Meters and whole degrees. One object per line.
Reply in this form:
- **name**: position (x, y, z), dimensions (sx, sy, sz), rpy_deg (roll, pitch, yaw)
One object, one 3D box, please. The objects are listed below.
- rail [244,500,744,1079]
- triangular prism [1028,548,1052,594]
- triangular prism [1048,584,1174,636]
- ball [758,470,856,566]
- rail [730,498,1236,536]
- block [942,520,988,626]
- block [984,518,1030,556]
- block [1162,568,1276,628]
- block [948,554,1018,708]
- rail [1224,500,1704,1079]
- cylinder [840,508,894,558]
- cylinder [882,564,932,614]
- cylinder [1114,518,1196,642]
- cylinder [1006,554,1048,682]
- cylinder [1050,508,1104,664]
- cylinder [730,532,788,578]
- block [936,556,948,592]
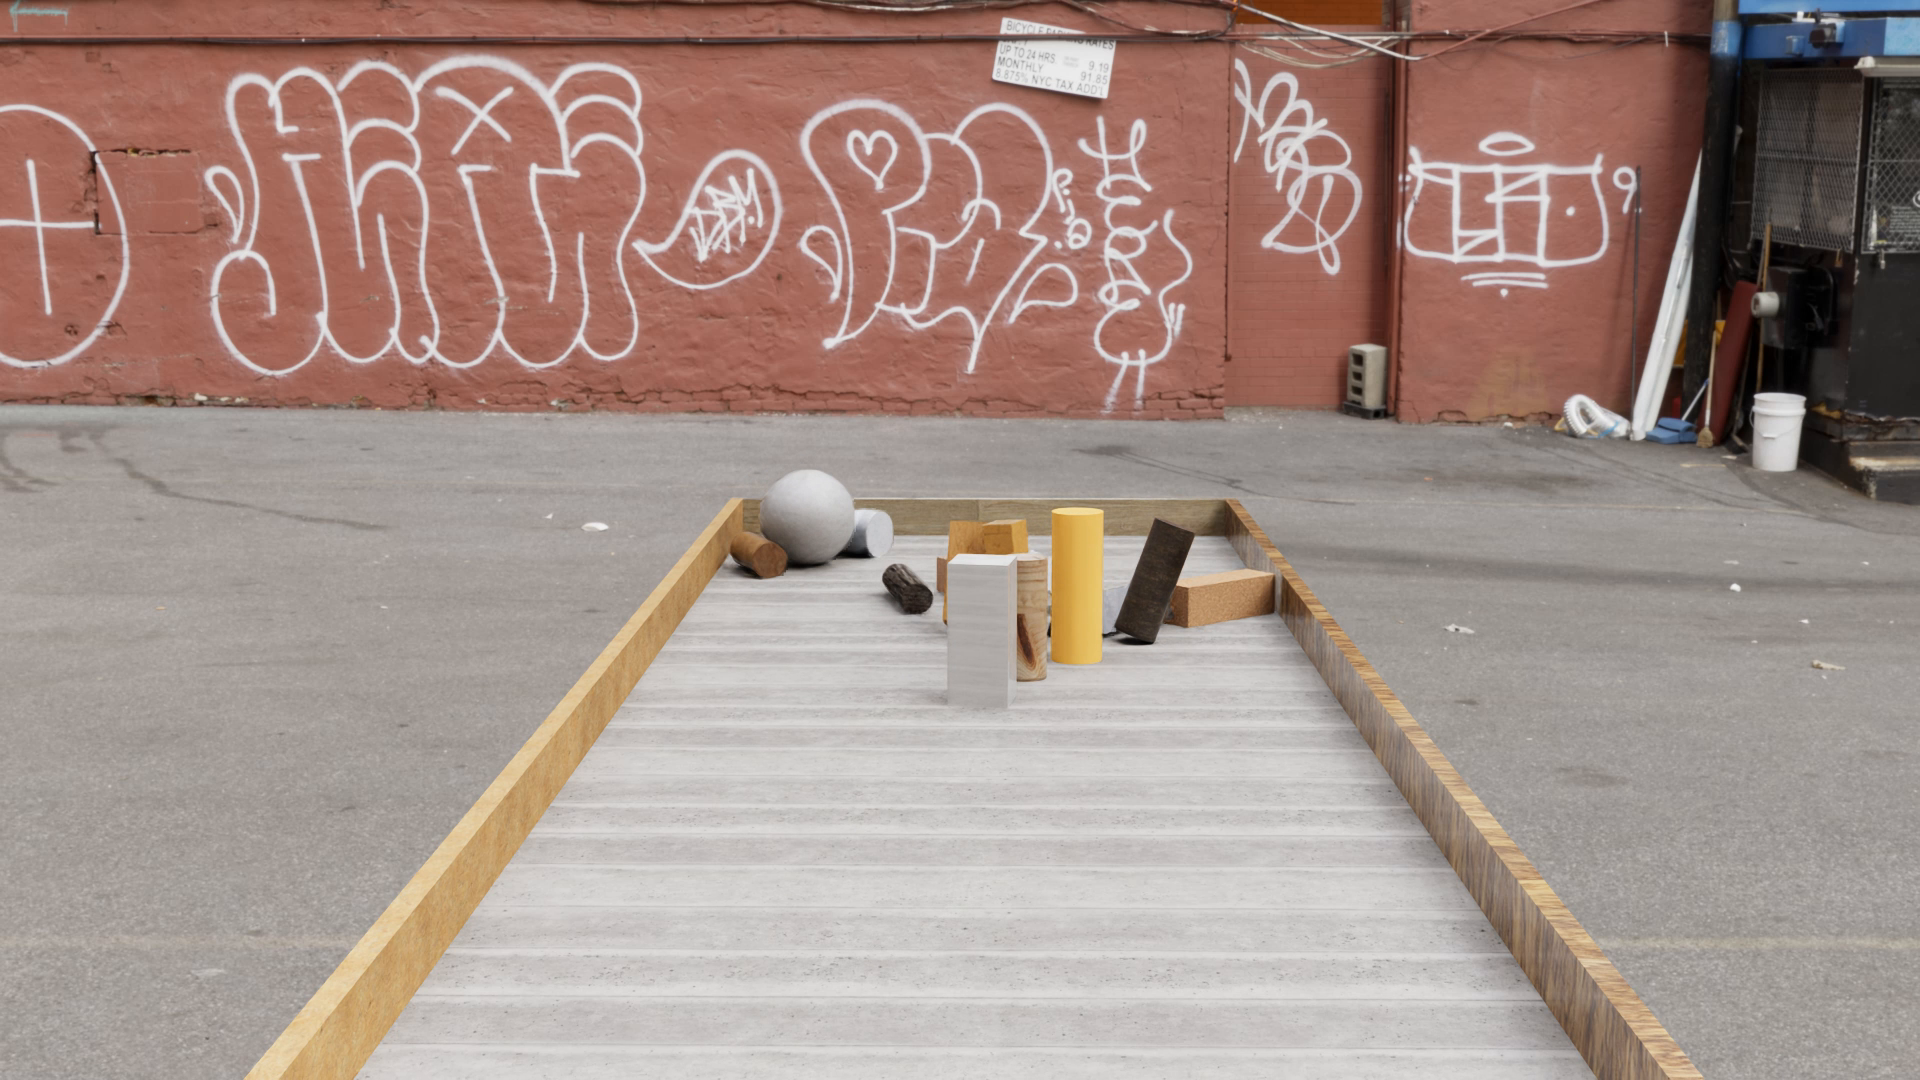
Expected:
- **rail**: position (-1.004, 0.839, 3.234), dimensions (0.050, 0.150, 12.000), rpy_deg (0, 9, 1)
- **triangular prism**: position (0.275, 0.107, 7.435), dimensions (0.457, 0.116, 0.134), rpy_deg (19, -2, -31)
- **triangular prism**: position (0.489, 0.220, 7.130), dimensions (0.433, 0.123, 0.142), rpy_deg (-11, 14, -38)
- **ball**: position (-0.582, -0.086, 8.381), dimensions (0.367, 0.367, 0.367), rpy_deg (0, 9, 0)
- **rail**: position (0.099, -0.098, 9.147), dimensions (2.100, 0.150, 0.050), rpy_deg (0, 9, 1)
- **block**: position (0.039, 0.119, 7.108), dimensions (0.145, 0.330, 0.145), rpy_deg (2, -17, 10)
- **block**: position (0.160, 0.124, 7.011), dimensions (0.102, 0.368, 0.102), rpy_deg (-1, 10, 29)
- **block**: position (0.863, 0.193, 7.360), dimensions (0.412, 0.134, 0.134), rpy_deg (-7, 12, -39)
- **block**: position (0.063, 0.252, 6.140), dimensions (0.169, 0.400, 0.169), rpy_deg (2, 9, 10)
- **rail**: position (1.046, 0.843, 3.208), dimensions (0.050, 0.150, 12.000), rpy_deg (0, 9, 1)
- **cylinder**: position (-0.453, -0.037, 8.672), dimensions (0.338, 0.179, 0.179), rpy_deg (6, 11, 34)
- **cylinder**: position (-0.184, 0.167, 7.622), dimensions (0.105, 0.105, 0.418), rpy_deg (-2, 9, -11)
- **cylinder**: position (0.616, 0.126, 6.950), dimensions (0.138, 0.371, 0.138), rpy_deg (20, 6, -2)
- **cylinder**: position (0.190, 0.226, 6.438), dimensions (0.131, 0.358, 0.131), rpy_deg (0, 9, 0)
- **cylinder**: position (0.356, 0.138, 6.680), dimensions (0.157, 0.456, 0.157), rpy_deg (0, 9, 0)
- **cylinder**: position (-0.757, 0.055, 8.242), dimensions (0.132, 0.132, 0.300), rpy_deg (-4, 10, -22)
- **block**: position (0.045, 0.136, 7.761), dimensions (0.122, 0.122, 0.307), rpy_deg (-5, 10, -29)
